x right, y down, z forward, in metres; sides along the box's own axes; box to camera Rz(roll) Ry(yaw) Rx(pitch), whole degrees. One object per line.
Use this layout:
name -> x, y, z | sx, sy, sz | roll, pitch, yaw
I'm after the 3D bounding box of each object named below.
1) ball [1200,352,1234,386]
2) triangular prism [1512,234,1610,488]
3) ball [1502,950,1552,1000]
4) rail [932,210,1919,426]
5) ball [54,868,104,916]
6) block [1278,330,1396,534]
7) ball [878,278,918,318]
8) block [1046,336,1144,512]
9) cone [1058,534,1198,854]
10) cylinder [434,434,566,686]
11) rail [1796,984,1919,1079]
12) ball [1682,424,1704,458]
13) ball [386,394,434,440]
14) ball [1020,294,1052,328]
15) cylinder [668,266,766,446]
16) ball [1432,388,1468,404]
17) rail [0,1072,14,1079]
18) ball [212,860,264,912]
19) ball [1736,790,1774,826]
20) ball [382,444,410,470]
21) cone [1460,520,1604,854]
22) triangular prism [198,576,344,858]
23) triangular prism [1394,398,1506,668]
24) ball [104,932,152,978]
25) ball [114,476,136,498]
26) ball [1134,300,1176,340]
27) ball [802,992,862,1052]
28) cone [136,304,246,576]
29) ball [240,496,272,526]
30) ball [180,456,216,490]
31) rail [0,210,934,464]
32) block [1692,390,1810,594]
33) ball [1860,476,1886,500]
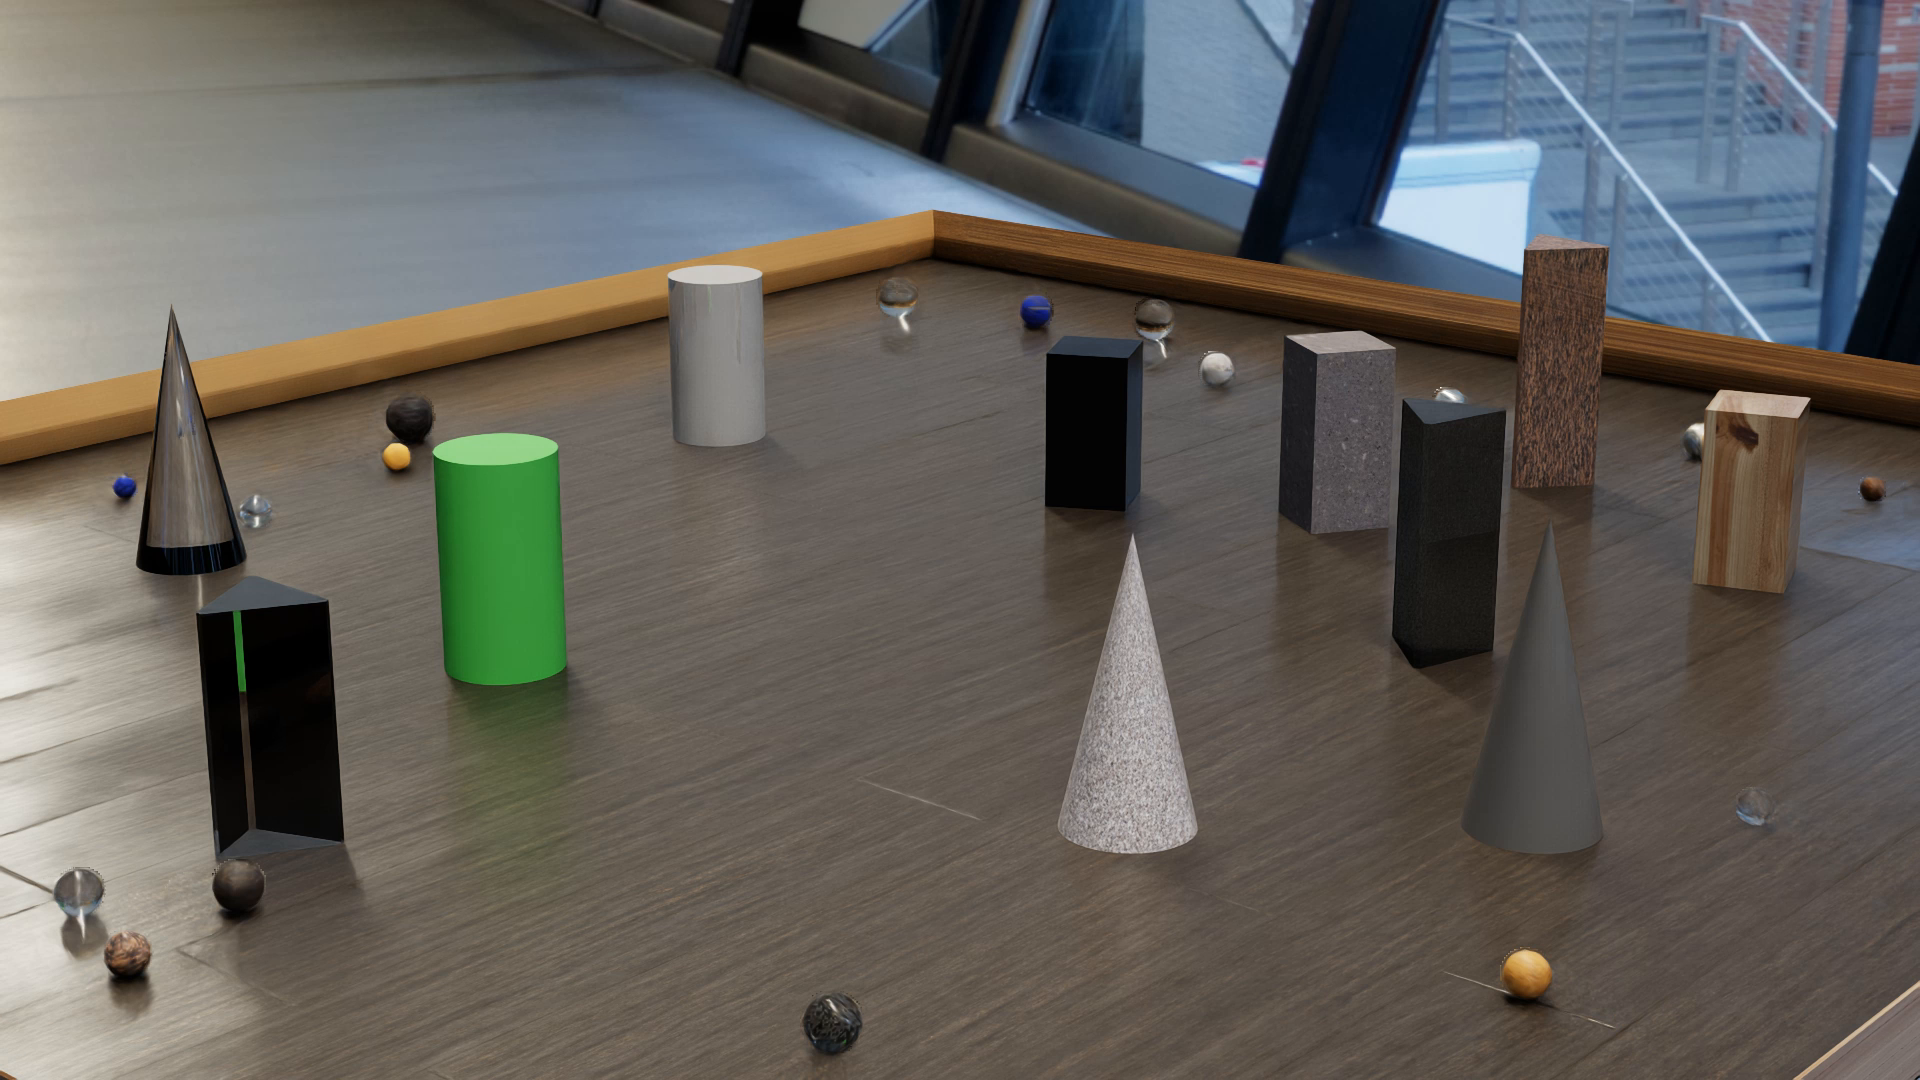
ball -> 0.578, -0.383, 6.592 | 0.076, 0.076, 0.076 | 0, 17, 0
triangular prism -> 1.163, -0.357, 5.809 | 0.171, 0.477, 0.148 | -3, 17, -9
ball -> 0.694, 0.532, 3.585 | 0.060, 0.060, 0.060 | 0, 17, 0
rail -> 1.447, -0.449, 6.716 | 4.071, 0.128, 0.045 | 14, 22, 39
ball -> -1.148, 0.459, 3.821 | 0.062, 0.062, 0.062 | 0, 17, 0
block -> 0.710, -0.205, 5.532 | 0.158, 0.346, 0.158 | -5, 17, -16
ball -> -0.154, -0.602, 7.279 | 0.098, 0.098, 0.098 | 0, 17, 0
block -> 0.260, -0.227, 5.681 | 0.158, 0.302, 0.158 | 4, 17, 14
cone -> 0.235, 0.196, 4.056 | 0.197, 0.430, 0.197 | 0, 17, 0
cylinder -> -0.740, 0.029, 4.725 | 0.197, 0.364, 0.197 | 0, 17, 0
rail -> 1.519, 0.413, 3.857 | 0.045, 0.128, 4.462 | 14, 22, 39
ball -> 1.514, -0.202, 5.999 | 0.071, 0.071, 0.071 | 0, 17, 0
ball -> -1.151, -0.257, 6.133 | 0.098, 0.098, 0.098 | 0, 17, 0
ball -> 0.186, -0.560, 7.173 | 0.079, 0.079, 0.079 | 0, 17, 0
cylinder -> -0.509, -0.387, 6.141 | 0.197, 0.344, 0.197 | 0, 17, 0
ball -> 1.048, -0.286, 6.273 | 0.075, 0.075, 0.075 | 0, 17, 0
rail -> -1.447, 0.513, 3.524 | 4.071, 0.128, 0.045 | 14, 22, 39
ball -> -0.944, 0.453, 3.835 | 0.066, 0.066, 0.066 | 0, 17, 0
ball -> 1.117, 0.376, 4.120 | 0.050, 0.050, 0.050 | 0, 17, 0
ball -> -1.136, -0.168, 5.912 | 0.056, 0.056, 0.056 | 0, 17, 0
cone -> 0.803, 0.184, 4.052 | 0.197, 0.455, 0.197 | 0, 17, 0
triangular prism -> -0.959, 0.238, 4.050 | 0.171, 0.352, 0.148 | -6, 18, -18
triangular prism -> 0.770, -0.019, 4.805 | 0.171, 0.410, 0.148 | -11, 20, -32
ball -> -1.035, 0.515, 3.645 | 0.057, 0.057, 0.057 | 0, 17, 0
ball -> -1.629, -0.103, 5.719 | 0.043, 0.043, 0.043 | 0, 17, 0
ball -> 0.467, -0.529, 7.036 | 0.099, 0.099, 0.099 | 0, 17, 0
ball -> -0.150, 0.568, 3.448 | 0.070, 0.070, 0.070 | 0, 17, 0
cone -> -1.398, -0.193, 5.268 | 0.197, 0.476, 0.197 | 0, 17, 0
ball -> -1.327, -0.054, 5.530 | 0.058, 0.058, 0.058 | 0, 17, 0
ball -> -1.501, -0.134, 5.780 | 0.067, 0.067, 0.067 | 0, 17, 0
rail -> -1.519, -0.348, 6.383 | 0.045, 0.128, 4.462 | 14, 22, 39
block -> 1.402, -0.088, 5.193 | 0.158, 0.317, 0.158 | 7, 18, 22
ball -> 1.774, -0.100, 5.701 | 0.047, 0.047, 0.047 | 0, 17, 0
